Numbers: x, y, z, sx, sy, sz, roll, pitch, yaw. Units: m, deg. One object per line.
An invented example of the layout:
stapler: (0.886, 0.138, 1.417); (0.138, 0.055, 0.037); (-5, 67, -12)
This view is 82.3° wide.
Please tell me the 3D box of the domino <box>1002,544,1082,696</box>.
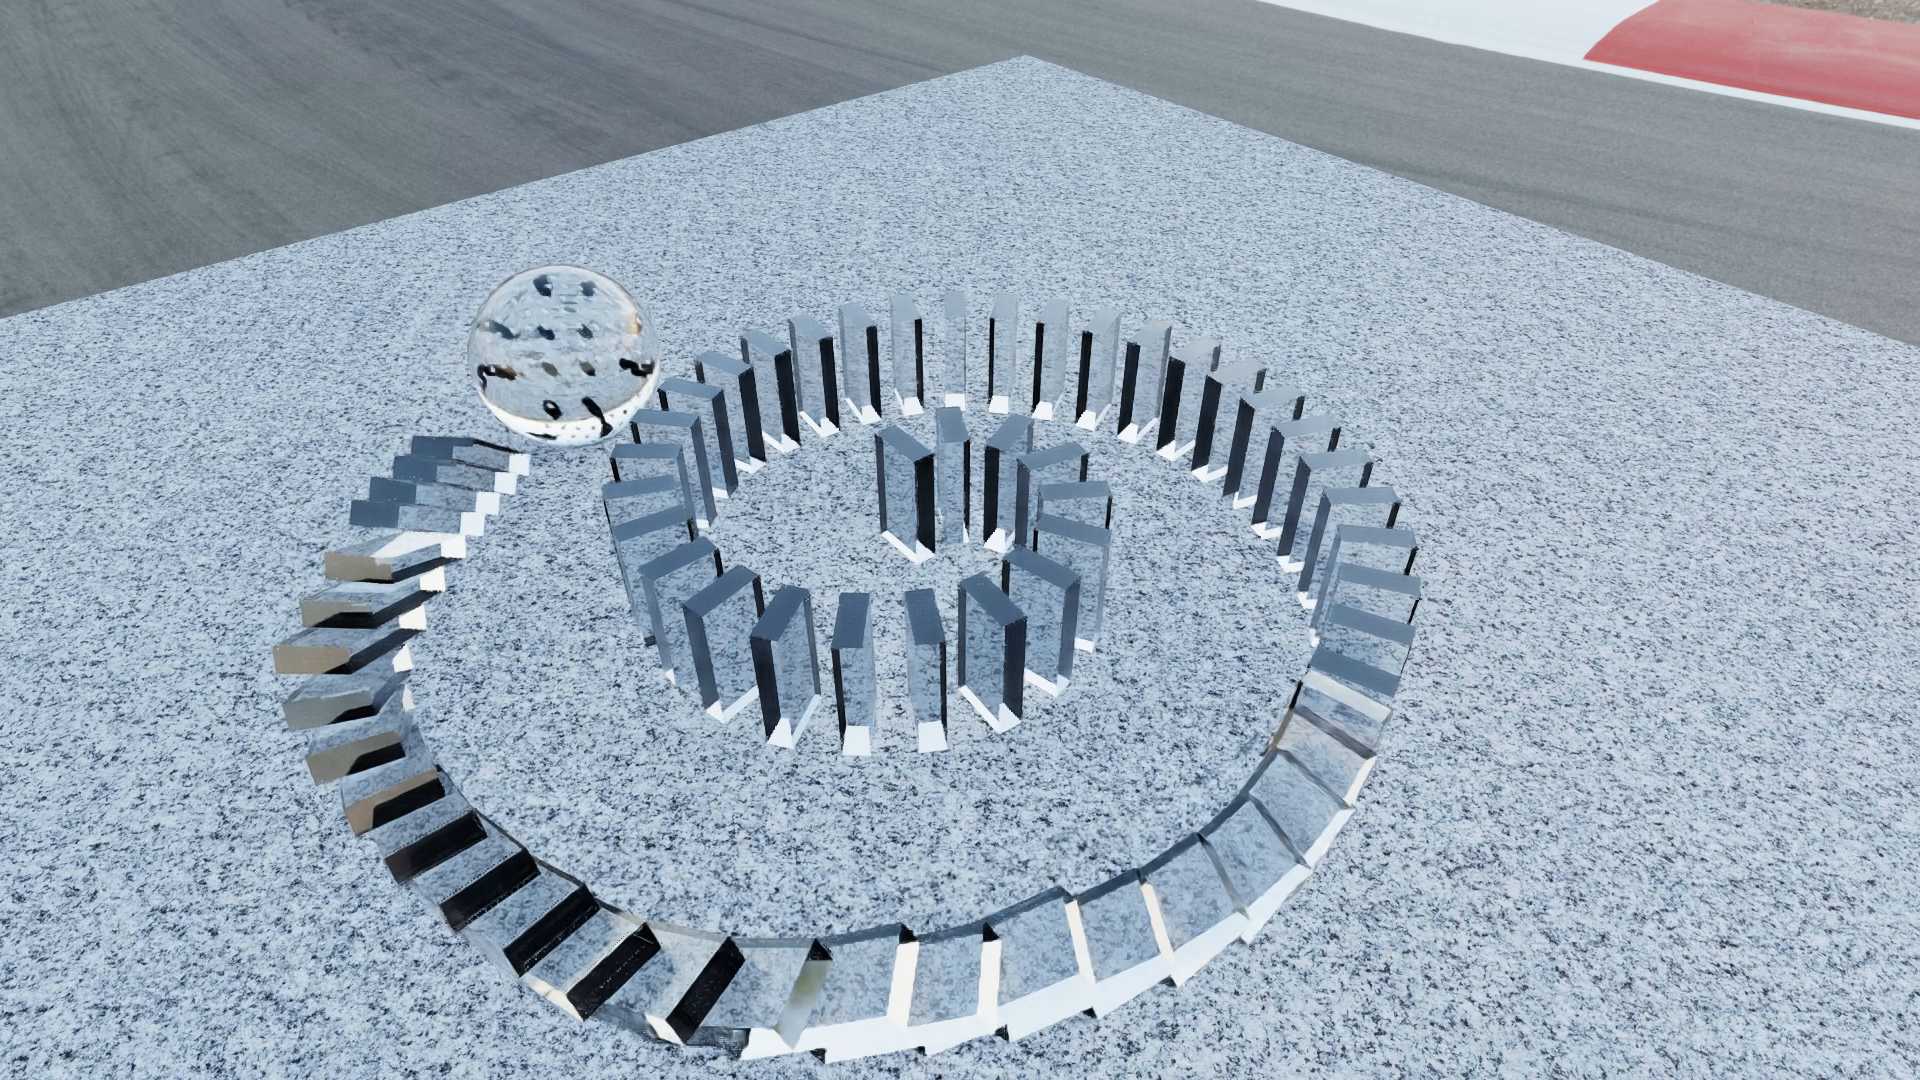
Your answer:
domino: (0.027, 0.028, 0.377); (0.025, 0.050, 0.010); (27, 46, 29)

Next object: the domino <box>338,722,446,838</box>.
domino: (-0.176, 0.073, 0.338); (0.025, 0.010, 0.050); (-24, 19, -26)

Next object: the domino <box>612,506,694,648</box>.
domino: (-0.107, 0.014, 0.395); (0.025, 0.050, 0.010); (-20, 44, -23)

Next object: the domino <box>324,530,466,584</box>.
domino: (-0.213, 0.006, 0.418); (0.025, 0.010, 0.050); (4, 10, 5)

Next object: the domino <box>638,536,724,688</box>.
domino: (-0.093, 0.025, 0.381); (0.025, 0.050, 0.009); (-29, 47, -31)

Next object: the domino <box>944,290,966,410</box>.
domino: (-0.002, -0.089, 0.520); (0.009, 0.050, 0.025); (-1, 39, -1)

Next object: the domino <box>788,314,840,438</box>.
domino: (-0.066, -0.075, 0.503); (0.010, 0.050, 0.025); (-22, 44, -25)

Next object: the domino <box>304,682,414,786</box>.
domino: (-0.191, 0.061, 0.352); (0.025, 0.009, 0.050); (-17, 16, -20)

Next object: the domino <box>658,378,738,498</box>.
domino: (-0.110, -0.042, 0.463); (0.025, 0.050, 0.010); (13, 41, 15)

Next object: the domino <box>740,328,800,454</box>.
domino: (-0.085, -0.066, 0.492); (0.010, 0.050, 0.025); (-29, 48, -31)

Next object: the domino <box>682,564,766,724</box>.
domino: (-0.077, 0.035, 0.369); (0.010, 0.050, 0.025); (26, 46, 28)

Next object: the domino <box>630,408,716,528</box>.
domino: (-0.116, -0.028, 0.446); (0.025, 0.050, 0.010); (7, 40, 8)

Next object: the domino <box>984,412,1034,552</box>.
domino: (0.019, -0.022, 0.439); (0.010, 0.050, 0.025); (18, 42, 20)

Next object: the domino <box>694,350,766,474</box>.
domino: (-0.100, -0.055, 0.479); (0.025, 0.050, 0.010); (22, 44, 25)

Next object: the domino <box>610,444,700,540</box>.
domino: (-0.118, -0.014, 0.429); (0.025, 0.050, 0.009); (1, 39, 1)

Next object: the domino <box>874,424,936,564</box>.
domino: (-0.021, -0.018, 0.433); (0.009, 0.050, 0.025); (-27, 46, -29)

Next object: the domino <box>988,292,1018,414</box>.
domino: (0.020, -0.088, 0.519); (0.010, 0.050, 0.025); (7, 40, 8)

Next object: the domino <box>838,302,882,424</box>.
domino: (-0.046, -0.082, 0.512); (0.009, 0.050, 0.025); (-16, 42, -19)

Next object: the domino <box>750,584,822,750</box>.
domino: (-0.056, 0.042, 0.360); (0.010, 0.050, 0.025); (11, 41, 13)

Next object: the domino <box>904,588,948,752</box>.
domino: (-0.011, 0.043, 0.359); (0.009, 0.050, 0.025); (-7, 40, -8)

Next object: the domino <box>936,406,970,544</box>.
domino: (-0.003, -0.026, 0.443); (0.009, 0.050, 0.025); (-6, 40, -7)

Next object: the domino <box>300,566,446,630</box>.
domino: (-0.213, 0.020, 0.402); (0.025, 0.010, 0.050); (1, 13, 2)

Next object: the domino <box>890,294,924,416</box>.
domino: (-0.025, -0.087, 0.518); (0.010, 0.050, 0.025); (-10, 40, -12)

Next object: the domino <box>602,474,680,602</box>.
domino: (-0.116, 0.000, 0.411); (0.025, 0.050, 0.010); (-10, 40, -11)

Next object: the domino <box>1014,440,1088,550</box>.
domino: (0.035, -0.012, 0.426); (0.025, 0.050, 0.010); (-17, 42, -20)

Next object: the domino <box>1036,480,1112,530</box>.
domino: (0.041, 0.002, 0.410); (0.025, 0.050, 0.010); (-5, 40, -6)

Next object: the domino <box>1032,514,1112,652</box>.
domino: (0.039, 0.016, 0.392); (0.025, 0.050, 0.010); (15, 42, 18)

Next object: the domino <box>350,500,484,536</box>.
domino: (-0.210, -0.008, 0.429); (0.025, 0.010, 0.050); (4, -3, 4)

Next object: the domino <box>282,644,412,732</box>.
domino: (-0.203, 0.048, 0.367); (0.025, 0.009, 0.050); (-10, 13, -12)

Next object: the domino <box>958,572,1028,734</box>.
domino: (0.010, 0.038, 0.365); (0.009, 0.050, 0.025); (-23, 44, -25)

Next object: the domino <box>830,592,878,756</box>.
domino: (-0.034, 0.044, 0.358); (0.010, 0.050, 0.025); (1, 39, 1)

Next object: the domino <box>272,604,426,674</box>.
domino: (-0.212, 0.034, 0.385); (0.025, 0.010, 0.050); (1, 13, 1)
